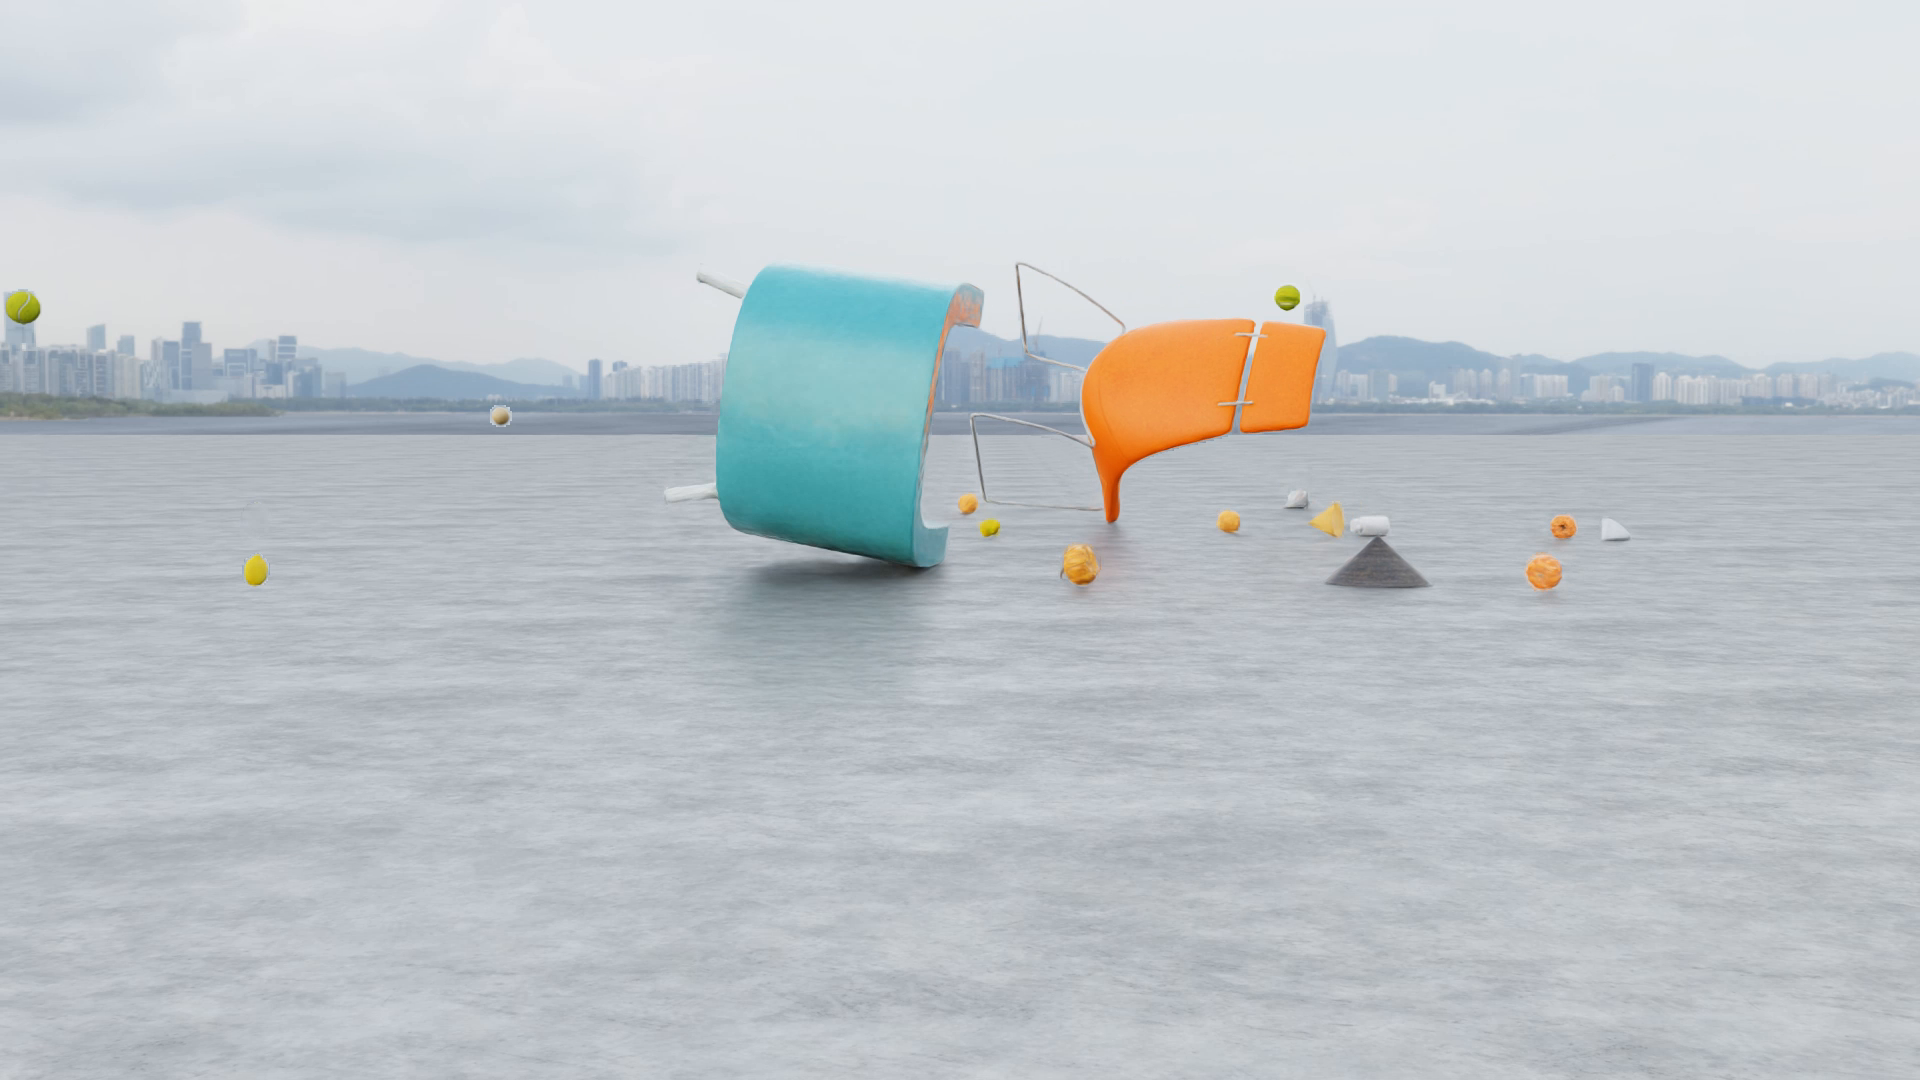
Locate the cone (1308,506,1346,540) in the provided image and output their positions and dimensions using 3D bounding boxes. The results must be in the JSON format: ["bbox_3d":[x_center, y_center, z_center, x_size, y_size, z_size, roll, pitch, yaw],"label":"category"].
[{"bbox_3d":[1.088,-0.054,6.598,0.094,0.109,0.128,9,21,29],"label":"cone"}]

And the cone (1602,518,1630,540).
[{"bbox_3d":[1.927,-0.015,6.535,0.065,0.058,0.107,-34,49,-22],"label":"cone"}]

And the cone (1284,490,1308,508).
[{"bbox_3d":[1.244,-0.135,8.250,0.087,0.072,0.107,-27,-10,-17],"label":"cone"}]

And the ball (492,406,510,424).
[{"bbox_3d":[-1.673,-0.453,8.014,0.064,0.064,0.064,0,4,0],"label":"ball"}]

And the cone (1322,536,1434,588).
[{"bbox_3d":[0.960,0.045,5.053,0.258,0.114,0.164,2,4,22],"label":"cone"}]
